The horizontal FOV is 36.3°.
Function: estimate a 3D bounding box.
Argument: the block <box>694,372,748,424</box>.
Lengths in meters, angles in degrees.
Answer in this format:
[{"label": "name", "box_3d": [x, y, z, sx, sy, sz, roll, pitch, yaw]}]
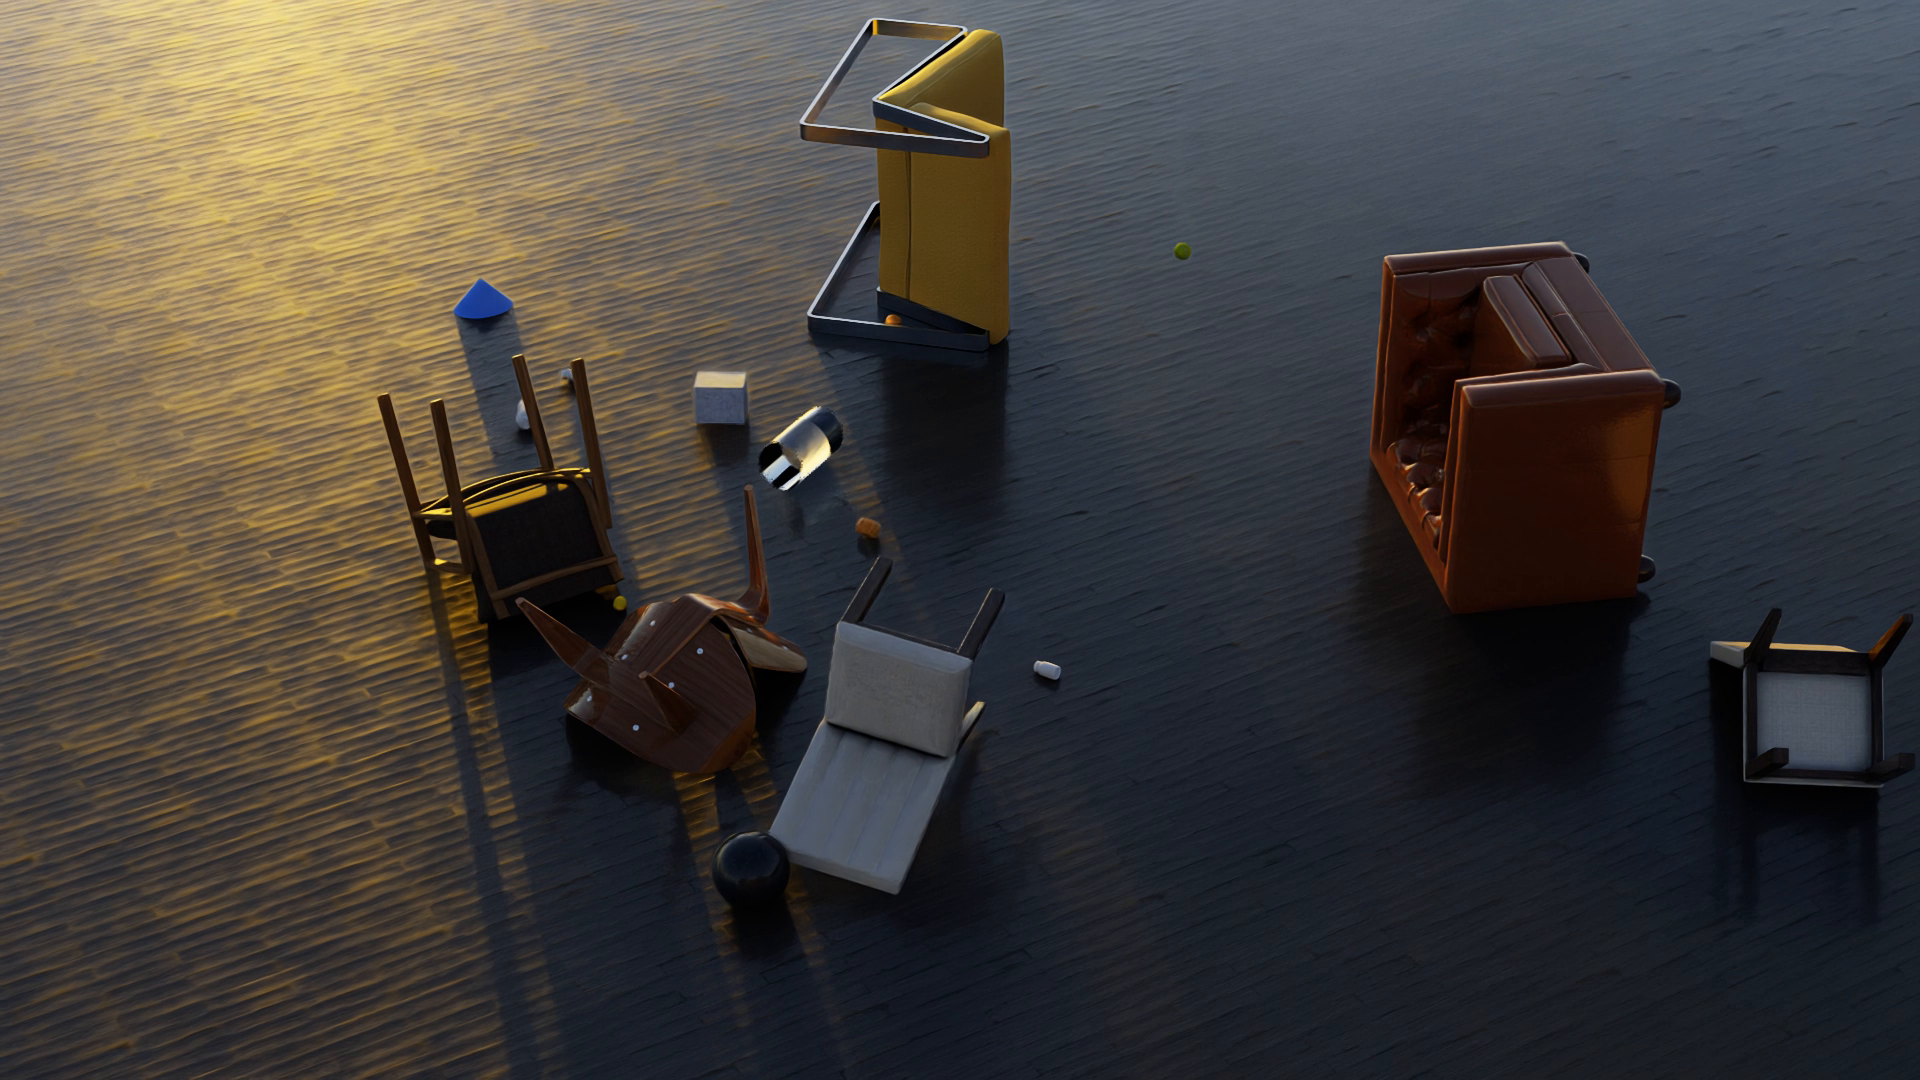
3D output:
[{"label": "block", "box_3d": [-0.949, -0.564, 11.645, 0.195, 0.170, 0.121, 2, 34, 2]}]

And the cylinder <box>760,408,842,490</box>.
[{"label": "cylinder", "box_3d": [-0.610, -0.352, 11.289, 0.188, 0.210, 0.297, 35, 43, 10]}]

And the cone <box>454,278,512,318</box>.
[{"label": "cone", "box_3d": [-2.024, -1.048, 12.408, 0.257, 0.140, 0.193, -13, 36, -19]}]

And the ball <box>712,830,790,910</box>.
[{"label": "ball", "box_3d": [-0.653, 1.029, 9.158, 0.248, 0.248, 0.248, 0, 33, 0]}]

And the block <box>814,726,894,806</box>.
[{"label": "block", "box_3d": [-0.352, 0.745, 9.684, 0.218, 0.135, 0.143, -26, 41, -30]}]
